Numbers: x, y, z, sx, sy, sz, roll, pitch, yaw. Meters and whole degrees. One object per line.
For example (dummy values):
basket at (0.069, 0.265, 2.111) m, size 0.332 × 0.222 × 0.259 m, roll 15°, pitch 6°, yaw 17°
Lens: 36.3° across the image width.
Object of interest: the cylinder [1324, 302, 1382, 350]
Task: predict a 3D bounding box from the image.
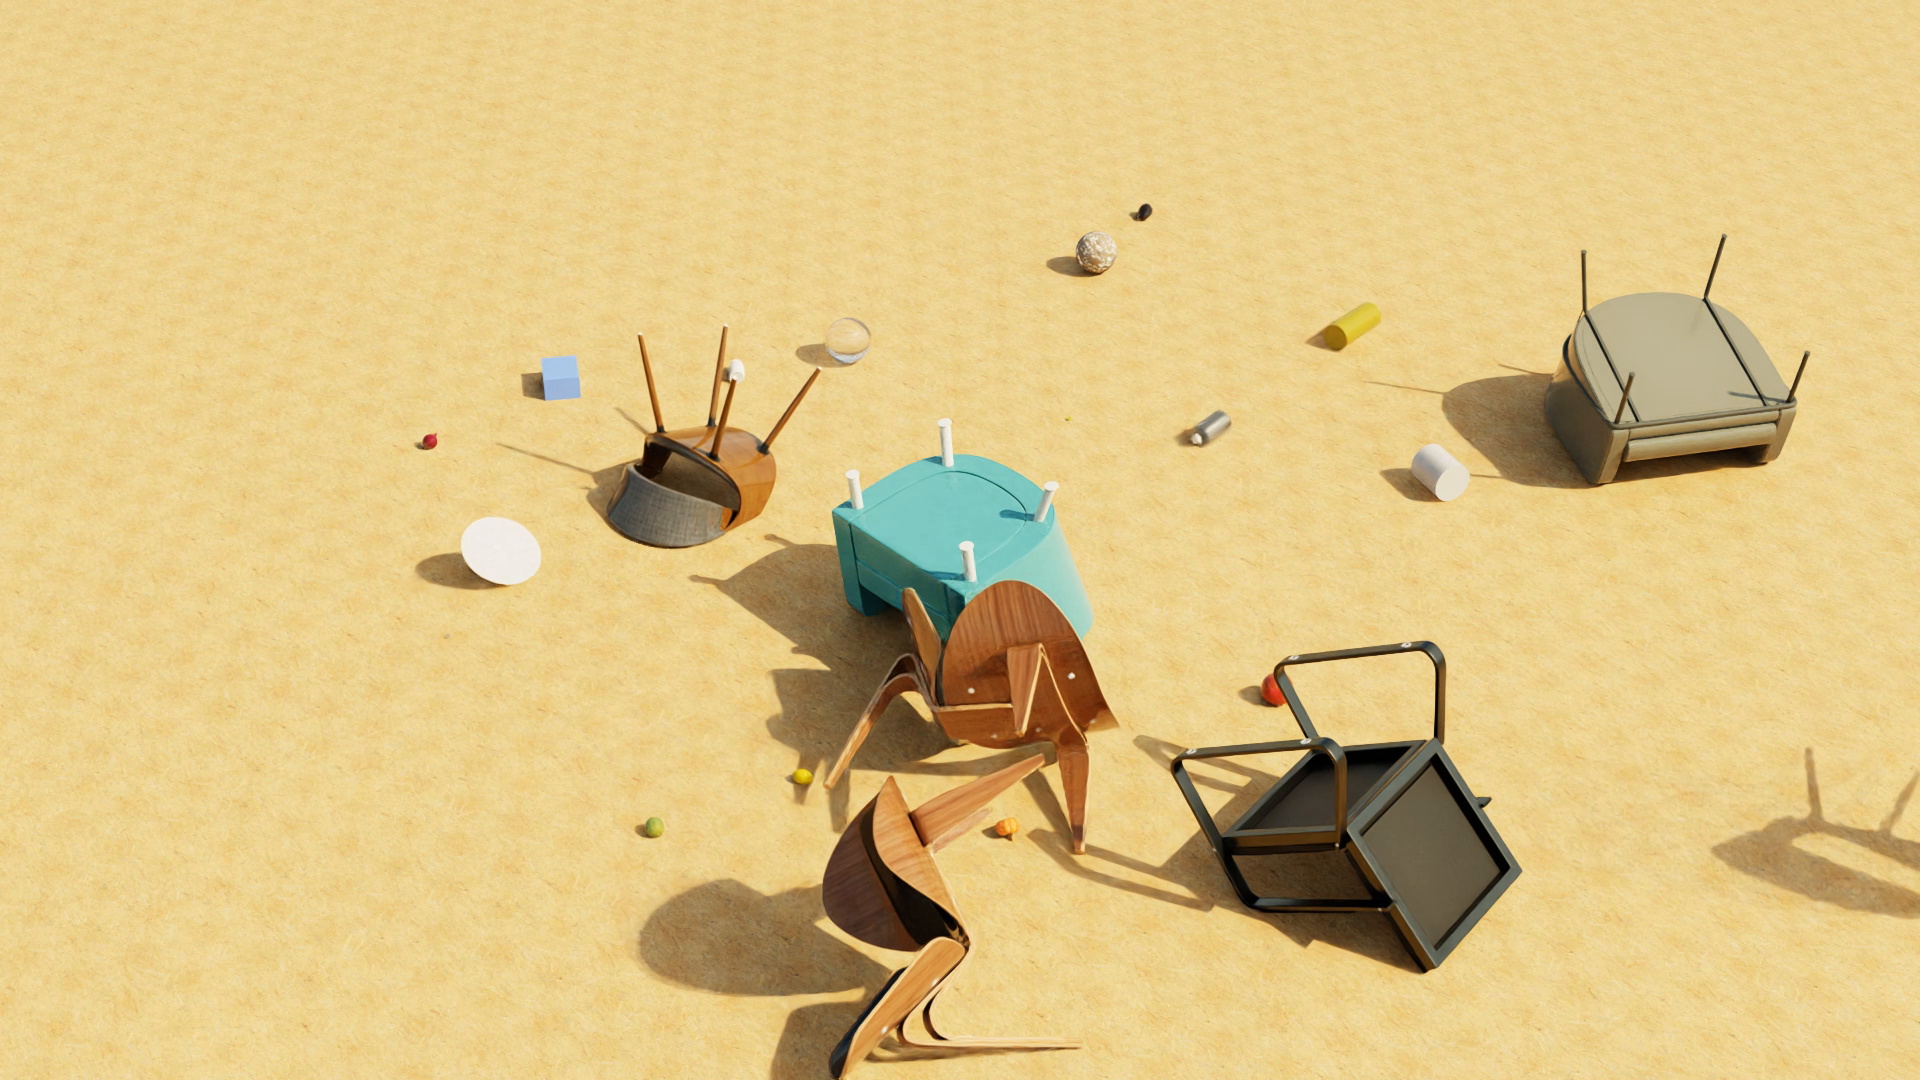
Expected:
cylinder at (1.634, -0.890, 12.193) m, size 0.116 × 0.113 × 0.256 m, roll -1°, pitch 24°, yaw 46°

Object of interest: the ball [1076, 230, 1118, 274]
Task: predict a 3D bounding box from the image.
ball at (0.590, -1.244, 12.668) m, size 0.182 × 0.182 × 0.182 m, roll 0°, pitch 33°, yaw 0°

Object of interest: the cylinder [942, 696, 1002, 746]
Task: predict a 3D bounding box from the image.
cylinder at (0.040, 0.609, 9.897) m, size 0.159 × 0.135 × 0.137 m, roll -14°, pitch 76°, yaw -21°

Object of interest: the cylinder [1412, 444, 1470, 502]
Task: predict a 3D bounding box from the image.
cylinder at (1.834, -0.258, 11.197) m, size 0.150 × 0.155 × 0.175 m, roll 4°, pitch 27°, yaw -30°

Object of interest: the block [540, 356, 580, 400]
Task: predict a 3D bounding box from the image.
block at (-1.613, -0.655, 11.852) m, size 0.143 × 0.096 × 0.181 m, roll -6°, pitch 34°, yaw -9°

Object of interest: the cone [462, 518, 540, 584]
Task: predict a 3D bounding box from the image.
cone at (-1.734, 0.055, 10.756) m, size 0.331 × 0.244 × 0.212 m, roll 15°, pitch -17°, yaw -35°

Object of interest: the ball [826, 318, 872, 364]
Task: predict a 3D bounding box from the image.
ball at (-0.457, -0.819, 12.016) m, size 0.188 × 0.188 × 0.188 m, roll 0°, pitch 33°, yaw 0°
